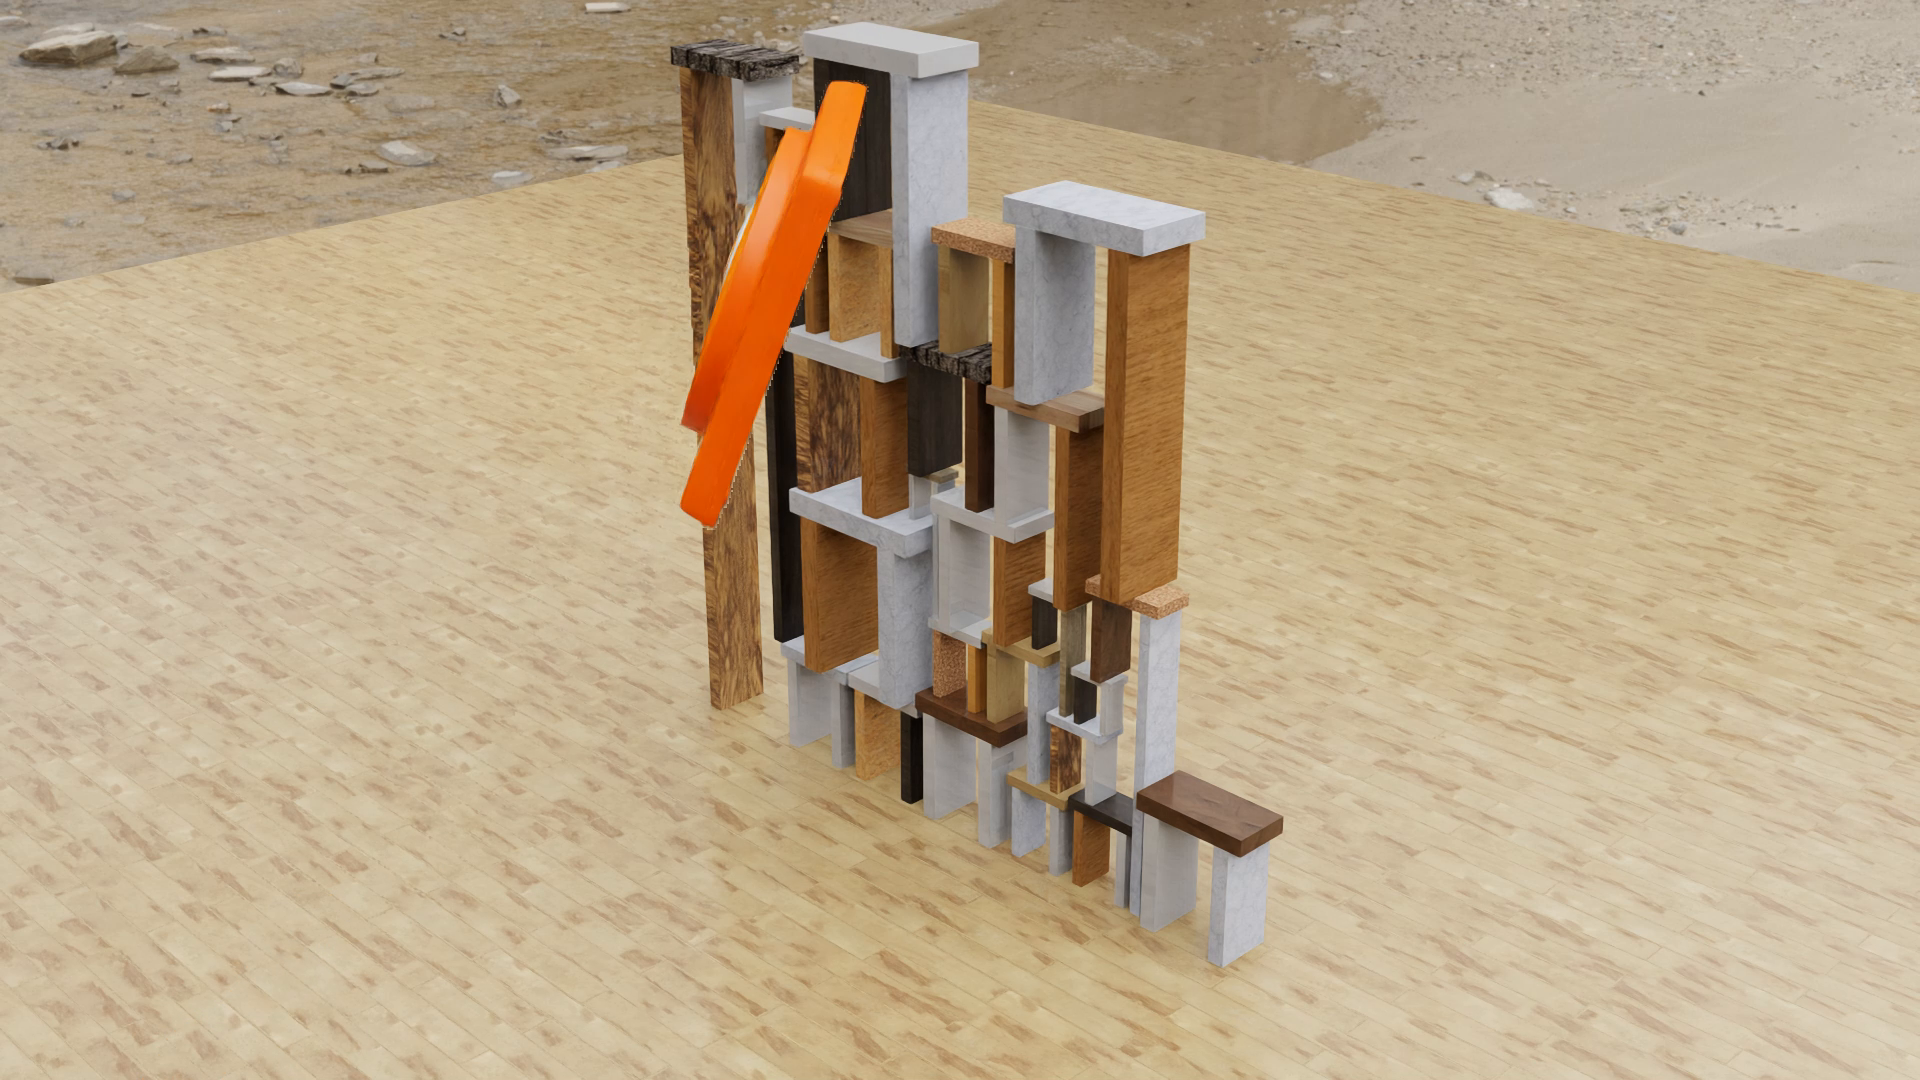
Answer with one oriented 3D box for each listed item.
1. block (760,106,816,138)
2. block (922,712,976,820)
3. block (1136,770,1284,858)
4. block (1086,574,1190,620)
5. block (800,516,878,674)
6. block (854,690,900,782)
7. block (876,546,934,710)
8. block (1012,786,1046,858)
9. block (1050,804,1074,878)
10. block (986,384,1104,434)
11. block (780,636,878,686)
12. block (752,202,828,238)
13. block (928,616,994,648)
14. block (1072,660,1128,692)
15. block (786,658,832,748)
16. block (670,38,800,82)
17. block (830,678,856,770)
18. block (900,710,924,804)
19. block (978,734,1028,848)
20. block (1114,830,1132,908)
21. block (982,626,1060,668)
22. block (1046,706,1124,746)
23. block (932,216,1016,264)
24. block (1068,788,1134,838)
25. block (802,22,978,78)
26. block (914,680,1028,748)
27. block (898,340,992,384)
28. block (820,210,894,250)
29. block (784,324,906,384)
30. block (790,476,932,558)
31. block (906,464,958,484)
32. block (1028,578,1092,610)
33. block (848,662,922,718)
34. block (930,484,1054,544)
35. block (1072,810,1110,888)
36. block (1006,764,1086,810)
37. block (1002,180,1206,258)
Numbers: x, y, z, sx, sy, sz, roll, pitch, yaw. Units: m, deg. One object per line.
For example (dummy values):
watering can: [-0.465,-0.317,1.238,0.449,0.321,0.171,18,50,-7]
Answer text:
block: [-0.299,-0.799,4.200,0.163,0.023,0.081,21,31,40]
block: [-0.021,0.437,4.432,0.033,0.233,0.117,21,31,41]
block: [0.447,0.489,3.949,0.120,0.034,0.240,-21,31,-41]
block: [0.316,0.094,3.928,0.170,0.024,0.085,21,31,41]
block: [-0.244,0.090,4.520,0.169,0.337,0.048,-21,31,-41]
block: [-0.170,0.390,4.579,0.102,0.204,0.029,-21,31,-40]
block: [-0.085,0.152,4.374,0.048,0.337,0.169,21,31,41]
block: [0.135,0.538,4.299,0.021,0.151,0.076,21,31,41]
block: [0.206,0.566,4.234,0.076,0.151,0.021,-21,31,-41]
block: [0.166,-0.247,3.932,0.225,0.032,0.113,21,31,41]
block: [-0.272,0.245,4.624,0.102,0.029,0.204,-21,31,-41]
block: [-0.305,-0.631,4.286,0.099,0.028,0.197,-21,31,-40]
block: [0.014,0.170,4.284,0.144,0.020,0.072,21,31,41]
block: [0.257,0.249,4.048,0.097,0.014,0.049,21,31,40]
block: [-0.320,0.333,4.714,0.029,0.204,0.102,21,31,41]
block: [-0.442,-0.941,4.308,0.123,0.035,0.246,-21,31,-40]
block: [-0.223,0.371,4.625,0.102,0.204,0.029,-21,31,-41]
block: [-0.074,0.428,4.490,0.029,0.204,0.102,21,31,41]
block: [0.089,0.480,4.331,0.033,0.233,0.117,21,31,41]
block: [0.327,0.605,4.130,0.023,0.160,0.080,21,31,41]
block: [0.127,0.195,4.175,0.081,0.023,0.162,-21,31,-41]
block: [0.233,0.342,4.118,0.134,0.019,0.067,21,31,41]
block: [0.055,-0.537,3.936,0.203,0.029,0.101,21,31,41]
block: [0.289,0.506,4.130,0.080,0.023,0.160,-21,31,-41]
block: [-0.127,-0.889,3.984,0.302,0.043,0.151,21,31,40]
block: [0.034,0.336,4.330,0.233,0.033,0.117,21,31,41]
block: [0.006,-0.343,4.074,0.229,0.032,0.114,21,31,41]
block: [-0.153,-0.590,4.143,0.214,0.030,0.107,21,31,41]
block: [-0.194,-0.373,4.271,0.286,0.041,0.143,21,31,40]
block: [-0.164,-0.057,4.372,0.338,0.048,0.169,21,31,41]
block: [-0.054,-0.133,4.224,0.049,0.014,0.097,-21,31,-40]
block: [0.185,0.100,4.072,0.109,0.015,0.054,21,31,41]
block: [-0.122,0.302,4.490,0.102,0.029,0.204,-21,31,-40]
block: [0.060,-0.053,4.131,0.219,0.031,0.109,21,31,40]
block: [0.252,0.575,4.200,0.080,0.160,0.023,-21,31,-41]
block: [0.171,0.472,4.233,0.151,0.021,0.076,21,31,41]
block: [0.242,-0.547,3.728,0.159,0.045,0.318,-22,31,-40]
